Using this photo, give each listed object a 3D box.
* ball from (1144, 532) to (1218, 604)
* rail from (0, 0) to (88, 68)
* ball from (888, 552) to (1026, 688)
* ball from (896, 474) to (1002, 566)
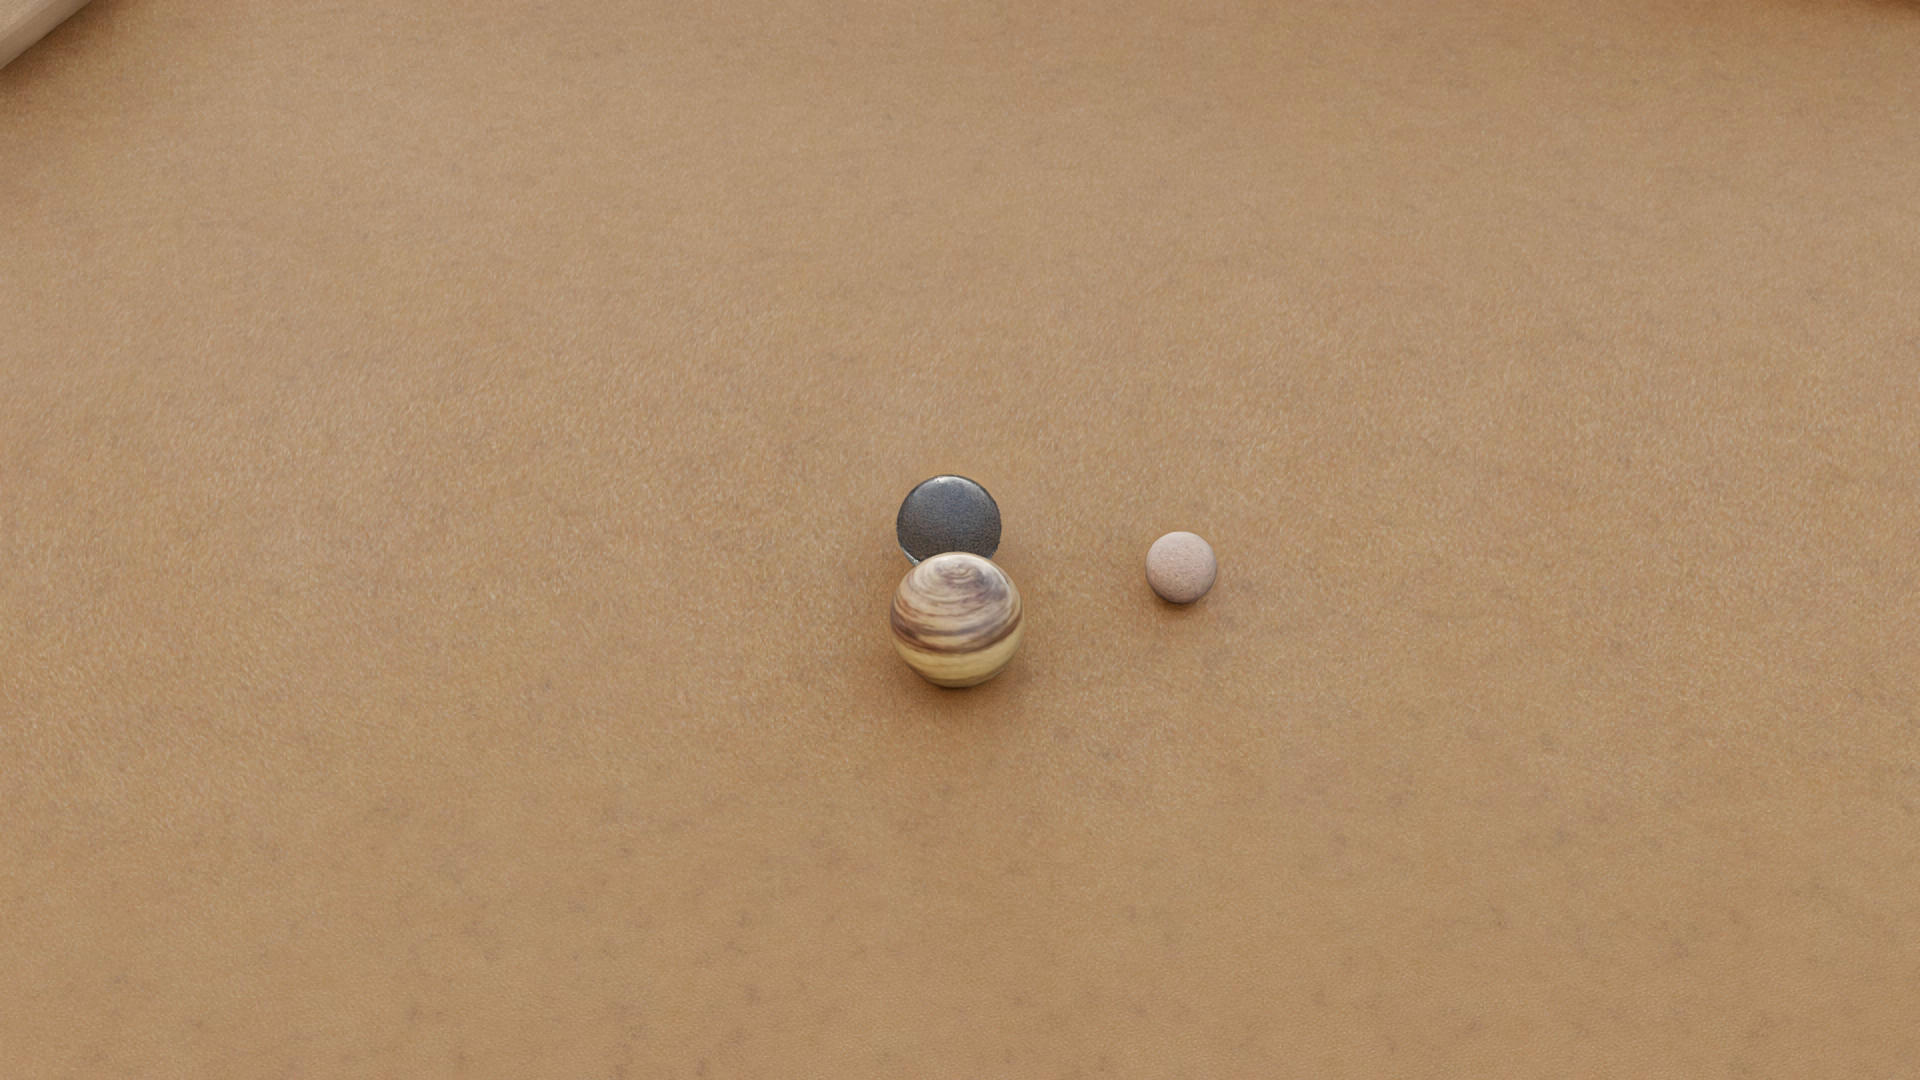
[{"bbox_3d":[0.153,0.019,1.780,0.050,0.050,0.050,0,35,0],"label":"ball"},{"bbox_3d":[-1.067,-0.169,1.991,0.045,0.117,2.499,8,36,11],"label":"rail"},{"bbox_3d":[-0.002,0.053,1.697,0.090,0.090,0.090,0,35,0],"label":"ball"},{"bbox_3d":[-0.008,-0.009,1.800,0.074,0.074,0.074,0,35,0],"label":"ball"}]
